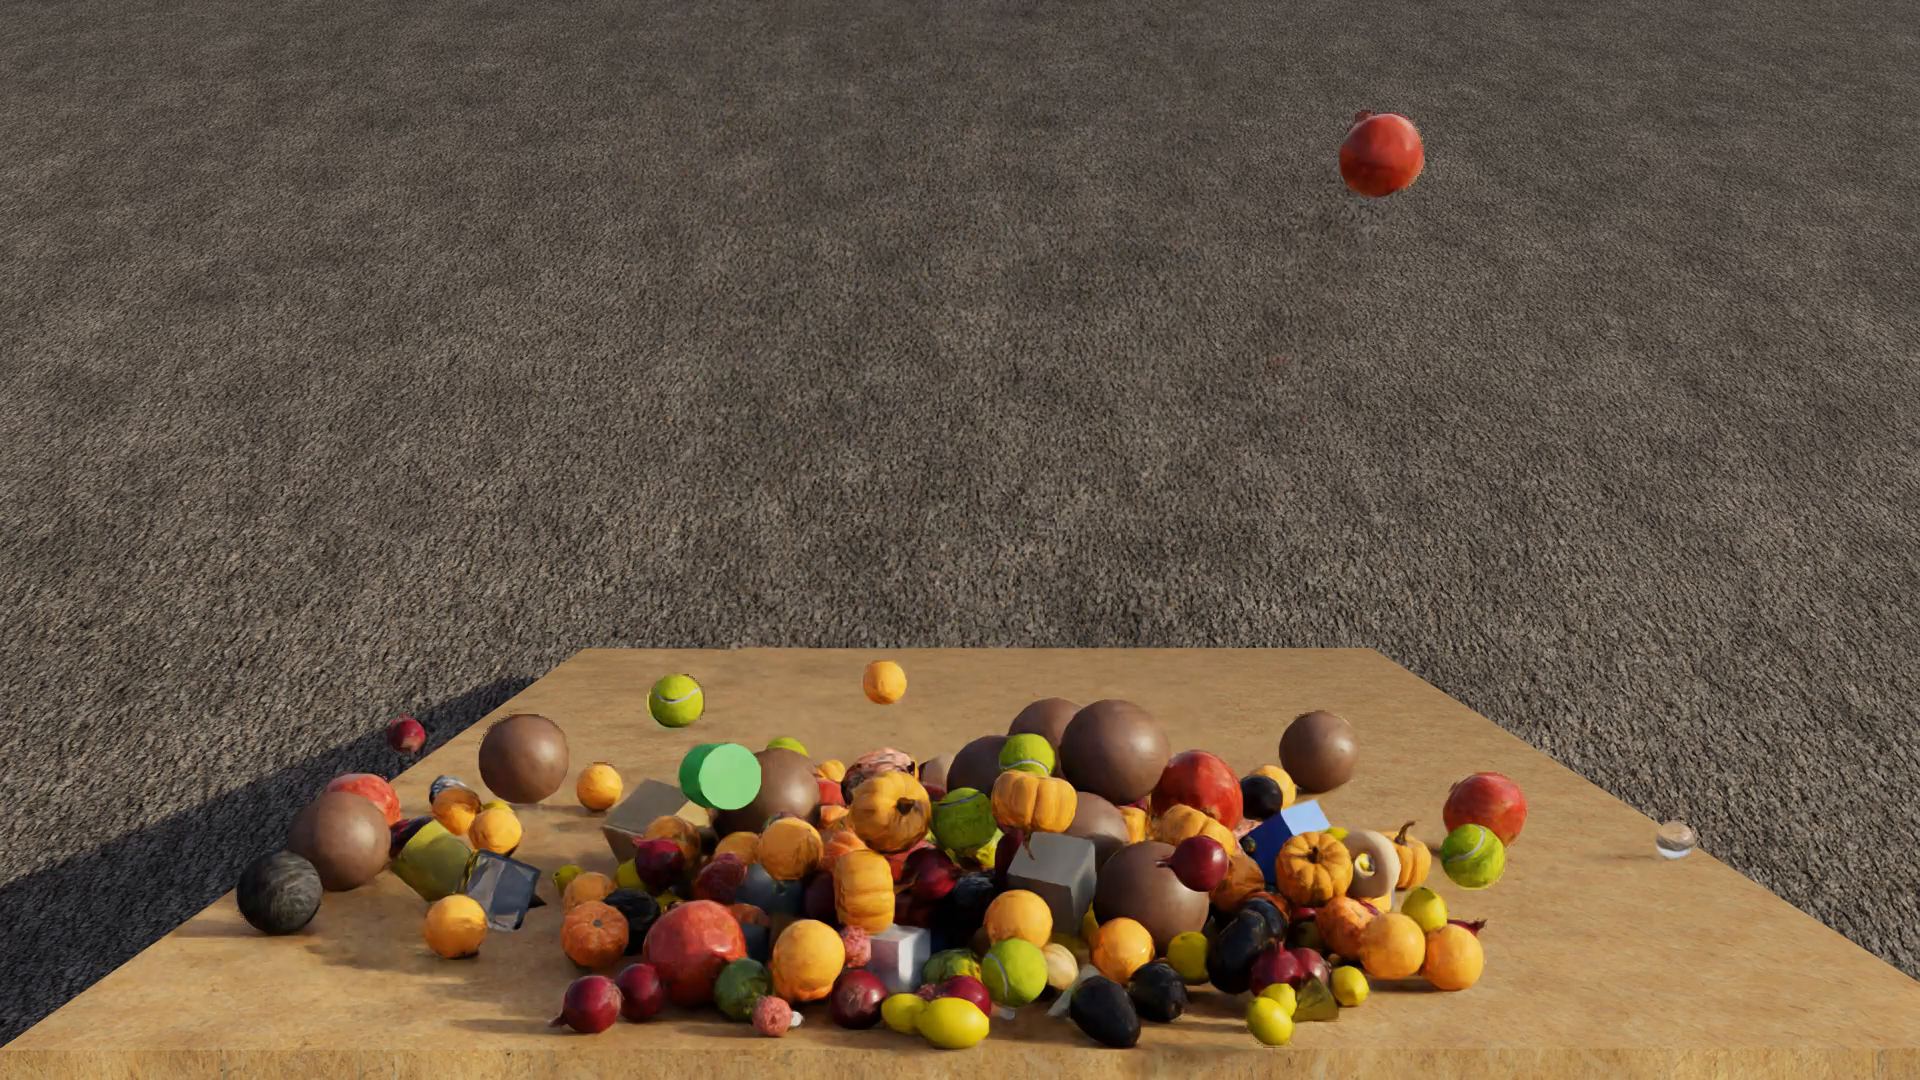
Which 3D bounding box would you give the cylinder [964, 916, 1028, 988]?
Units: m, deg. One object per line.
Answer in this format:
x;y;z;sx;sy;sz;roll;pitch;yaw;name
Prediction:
0.042;0.448;2.792;0.055;0.055;0.055;-20;64;-42;cylinder

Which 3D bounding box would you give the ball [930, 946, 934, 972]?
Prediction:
-0.056;0.458;2.815;0.055;0.055;0.055;0;21;0;ball

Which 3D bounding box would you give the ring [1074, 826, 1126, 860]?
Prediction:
0.179;0.418;3.436;0.088;0.029;0.088;-15;35;11;ring

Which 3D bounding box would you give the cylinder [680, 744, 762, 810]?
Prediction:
-0.285;0.281;3.053;0.077;0.077;0.077;-10;1;-24;cylinder

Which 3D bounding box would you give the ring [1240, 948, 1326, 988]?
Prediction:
0.355;0.470;2.824;0.094;0.031;0.094;0;2;0;ring

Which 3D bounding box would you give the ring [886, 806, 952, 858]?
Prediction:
-0.056;0.407;3.602;0.104;0.035;0.104;23;17;-8;ring

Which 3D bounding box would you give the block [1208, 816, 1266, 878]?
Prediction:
0.380;0.412;3.455;0.071;0.071;0.071;1;2;-25;block

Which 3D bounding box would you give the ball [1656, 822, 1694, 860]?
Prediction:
0.991;0.417;3.564;0.053;0.053;0.053;0;21;0;ball

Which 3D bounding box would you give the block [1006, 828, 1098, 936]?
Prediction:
0.099;0.369;2.769;0.074;0.074;0.074;9;39;20;block

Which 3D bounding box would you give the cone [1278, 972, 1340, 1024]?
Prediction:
0.350;0.483;2.642;0.057;0.057;0.057;-29;29;-15;cone

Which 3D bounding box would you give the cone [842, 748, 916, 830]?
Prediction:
-0.082;0.324;3.148;0.099;0.099;0.099;-9;37;-21;cone

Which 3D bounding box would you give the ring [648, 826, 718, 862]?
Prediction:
-0.350;0.385;3.246;0.090;0.030;0.090;-13;-16;-4;ring

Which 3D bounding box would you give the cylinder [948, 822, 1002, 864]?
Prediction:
0.022;0.416;3.559;0.055;0.055;0.055;13;10;31;cylinder

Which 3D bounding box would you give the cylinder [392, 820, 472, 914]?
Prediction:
-0.647;0.406;3.191;0.082;0.082;0.082;40;31;7;cylinder

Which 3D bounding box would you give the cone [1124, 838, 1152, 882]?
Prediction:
0.235;0.423;3.431;0.056;0.056;0.056;0;3;0;cone

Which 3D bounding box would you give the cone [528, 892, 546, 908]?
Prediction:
-0.540;0.442;3.177;0.065;0.065;0.065;15;23;10;cone

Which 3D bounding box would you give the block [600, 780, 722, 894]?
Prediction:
-0.388;0.384;3.339;0.094;0.094;0.094;9;43;39;block

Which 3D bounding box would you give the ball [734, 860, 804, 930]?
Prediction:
-0.219;0.407;2.940;0.080;0.080;0.080;0;21;0;ball

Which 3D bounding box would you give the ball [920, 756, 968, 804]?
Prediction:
-0.024;0.378;4.045;0.077;0.077;0.077;0;21;0;ball

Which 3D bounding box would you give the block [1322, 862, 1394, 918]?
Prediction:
0.498;0.425;3.215;0.074;0.074;0.074;1;5;23;block

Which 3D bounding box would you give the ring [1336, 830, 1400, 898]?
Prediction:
0.480;0.382;3.030;0.084;0.084;0.028;16;20;37;ring

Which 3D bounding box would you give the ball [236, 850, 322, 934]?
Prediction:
-0.815;0.422;3.077;0.099;0.099;0.099;0;21;0;ball

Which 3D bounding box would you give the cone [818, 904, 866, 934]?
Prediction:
-0.129;0.445;2.908;0.056;0.056;0.056;-8;-10;-1;cone

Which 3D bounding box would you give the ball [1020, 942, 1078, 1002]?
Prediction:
0.094;0.459;2.732;0.063;0.063;0.063;0;21;0;ball

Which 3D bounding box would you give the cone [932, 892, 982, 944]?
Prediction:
0.006;0.460;3.025;0.063;0.063;0.063;-6;43;-16;cone

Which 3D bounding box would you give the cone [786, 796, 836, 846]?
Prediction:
-0.197;0.418;3.679;0.085;0.085;0.085;-12;16;-28;cone

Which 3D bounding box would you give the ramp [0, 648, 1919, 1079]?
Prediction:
0.048;0.439;4.532;2.000;0.100;4.000;0;3;0;ramp

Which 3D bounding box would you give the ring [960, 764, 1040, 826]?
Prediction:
0.051;0.327;3.300;0.106;0.035;0.106;-13;30;8;ring

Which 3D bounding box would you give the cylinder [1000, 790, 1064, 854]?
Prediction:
0.081;0.394;3.609;0.093;0.093;0.093;3;18;41;cylinder

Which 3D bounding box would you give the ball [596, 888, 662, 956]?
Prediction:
-0.382;0.439;2.961;0.077;0.077;0.077;0;21;0;ball

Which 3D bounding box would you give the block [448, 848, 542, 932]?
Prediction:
-0.552;0.416;3.047;0.075;0.075;0.075;23;-17;-15;block

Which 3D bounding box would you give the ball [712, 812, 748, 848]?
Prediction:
-0.327;0.413;3.653;0.052;0.052;0.052;0;21;0;ball

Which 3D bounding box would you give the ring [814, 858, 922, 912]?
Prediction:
-0.114;0.428;3.157;0.140;0.047;0.140;-18;-9;-3;ring

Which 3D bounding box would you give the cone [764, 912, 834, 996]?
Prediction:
-0.189;0.456;2.765;0.080;0.080;0.080;15;61;34;cone

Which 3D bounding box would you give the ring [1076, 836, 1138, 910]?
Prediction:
0.169;0.420;3.245;0.124;0.041;0.124;29;15;-9;ring

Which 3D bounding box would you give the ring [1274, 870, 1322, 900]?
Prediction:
0.446;0.441;3.309;0.103;0.034;0.103;-1;5;0;ring

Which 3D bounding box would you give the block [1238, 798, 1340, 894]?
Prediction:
0.410;0.378;3.167;0.077;0.077;0.077;-10;65;-47;block

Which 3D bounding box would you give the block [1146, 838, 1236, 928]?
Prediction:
0.278;0.414;3.098;0.065;0.065;0.065;36;10;-25;block

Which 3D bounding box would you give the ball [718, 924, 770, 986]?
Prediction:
-0.229;0.453;2.806;0.068;0.068;0.068;0;21;0;ball

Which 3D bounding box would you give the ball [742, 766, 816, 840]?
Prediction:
-0.236;0.345;3.361;0.097;0.097;0.097;0;21;0;ball

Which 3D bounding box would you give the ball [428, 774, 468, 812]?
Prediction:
-0.791;0.392;3.967;0.059;0.059;0.059;0;21;0;ball

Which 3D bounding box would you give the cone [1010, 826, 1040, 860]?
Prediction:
0.099;0.388;3.156;0.051;0.051;0.051;41;15;-15;cone

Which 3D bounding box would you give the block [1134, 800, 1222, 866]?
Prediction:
0.292;0.402;3.444;0.069;0.069;0.069;-39;18;-19;block

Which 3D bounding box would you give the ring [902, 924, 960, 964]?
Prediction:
-0.050;0.462;2.940;0.102;0.034;0.102;-1;4;0;ring

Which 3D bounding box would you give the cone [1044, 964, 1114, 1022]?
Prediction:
0.114;0.474;2.622;0.064;0.064;0.064;-18;26;-22;cone

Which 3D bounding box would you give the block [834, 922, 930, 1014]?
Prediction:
-0.083;0.453;2.726;0.076;0.076;0.076;2;4;25;block
